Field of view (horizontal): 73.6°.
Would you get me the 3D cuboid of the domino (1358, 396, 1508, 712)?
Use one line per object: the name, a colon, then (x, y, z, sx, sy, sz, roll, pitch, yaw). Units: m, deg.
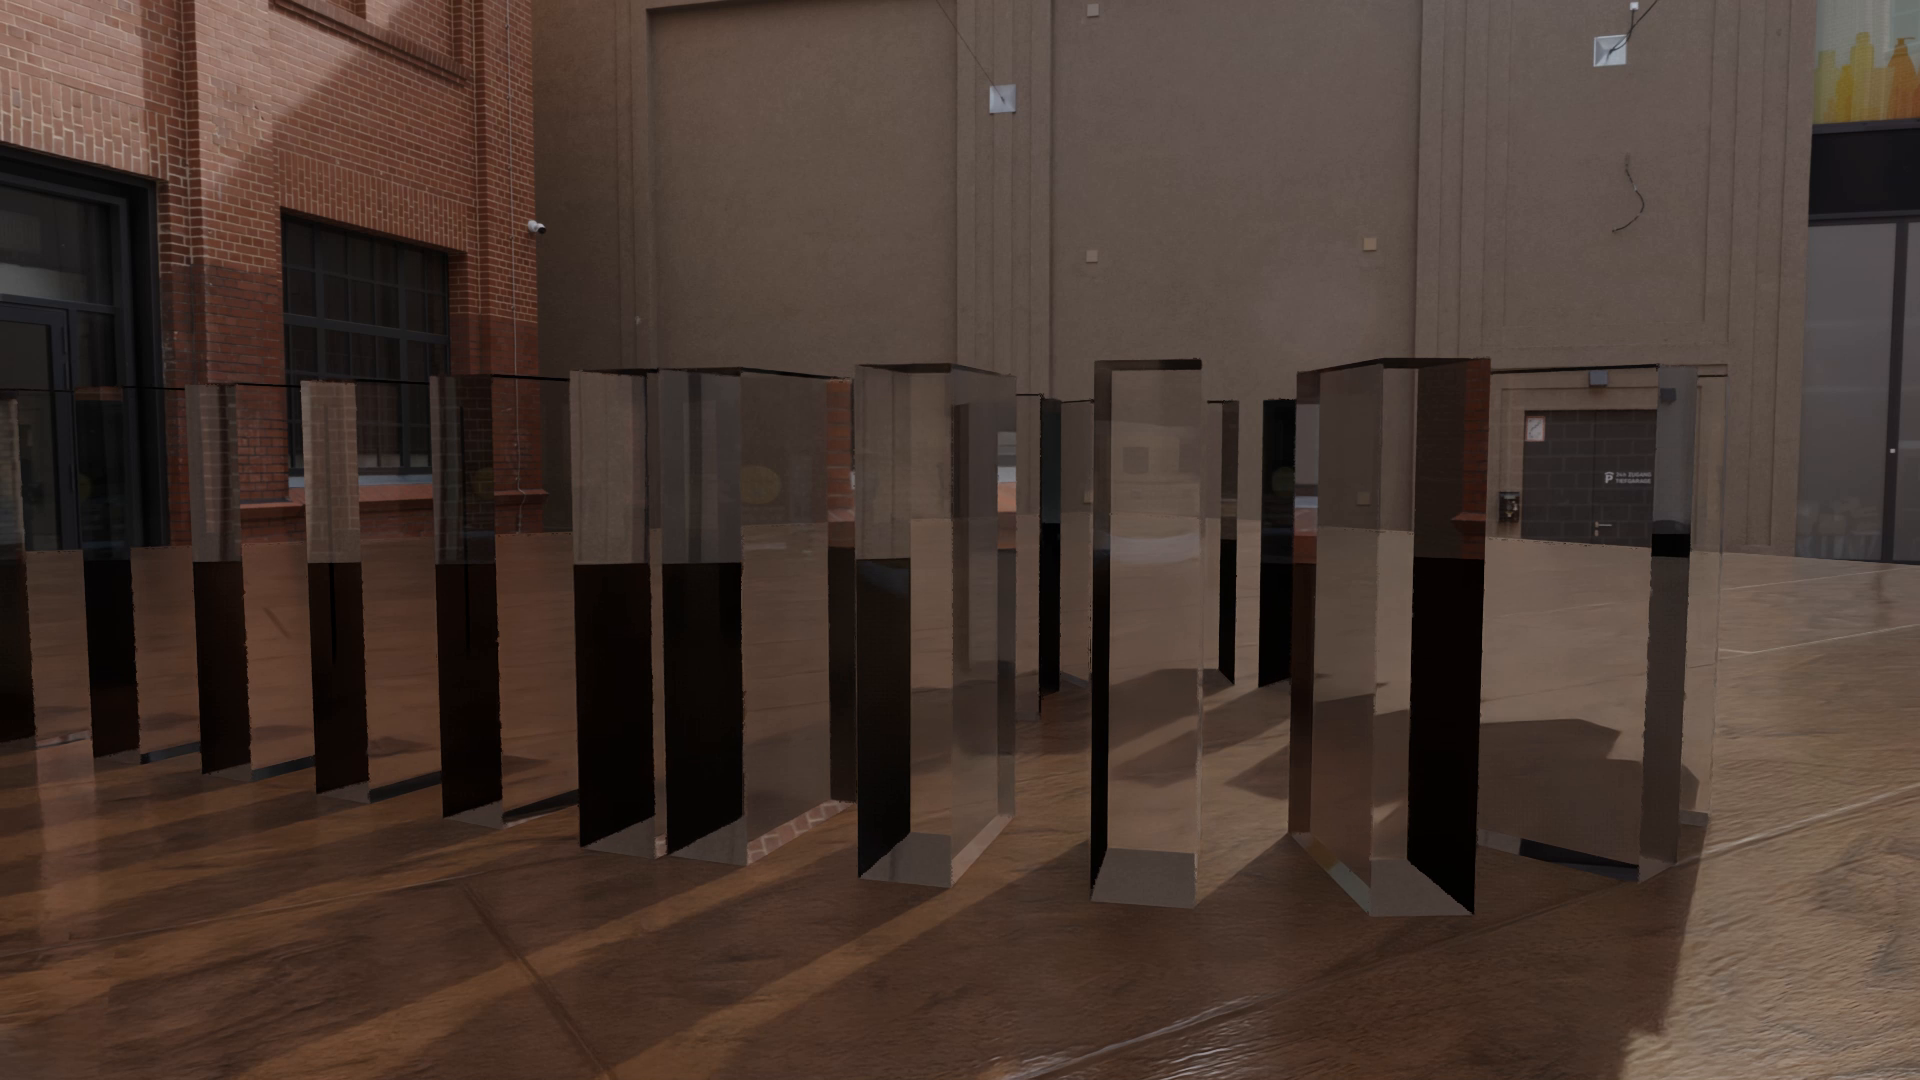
domino: (0.078, 0.002, 0.212, 0.025, 0.050, 0.009, -3, 5, -34)

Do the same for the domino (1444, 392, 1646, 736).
domino: (0.088, 0.003, 0.193, 0.025, 0.050, 0.009, -1, 4, -11)

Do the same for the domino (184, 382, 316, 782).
domino: (-0.088, 0.005, 0.173, 0.009, 0.050, 0.025, 2, 5, 25)

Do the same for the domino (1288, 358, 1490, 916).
domino: (0.041, 0.008, 0.126, 0.009, 0.050, 0.025, 0, 4, -2)

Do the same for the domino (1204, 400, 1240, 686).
domino: (0.044, 0.000, 0.237, 0.010, 0.050, 0.025, 0, 4, 2)

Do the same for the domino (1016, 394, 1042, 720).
domino: (0.000, 0.002, 0.201, 0.025, 0.050, 0.010, 0, 4, 0)

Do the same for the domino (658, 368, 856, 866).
domino: (-0.021, 0.007, 0.141, 0.009, 0.050, 0.025, 2, 5, 22)

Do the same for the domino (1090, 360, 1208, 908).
domino: (0.019, 0.008, 0.129, 0.009, 0.050, 0.025, 1, 4, 12)

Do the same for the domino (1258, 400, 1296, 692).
domino: (0.064, 0.000, 0.229, 0.009, 0.050, 0.025, 4, 6, 40)

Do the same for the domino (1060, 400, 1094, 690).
domino: (0.023, 0.000, 0.233, 0.009, 0.050, 0.025, -2, 5, -20)

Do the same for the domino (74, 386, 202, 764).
domino: (-0.108, 0.004, 0.182, 0.010, 0.050, 0.025, 2, 5, 23)

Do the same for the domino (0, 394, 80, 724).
domino: (-0.150, 0.003, 0.195, 0.009, 0.050, 0.025, 1, 4, 9)

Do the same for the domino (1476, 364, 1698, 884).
domino: (0.061, 0.007, 0.135, 0.010, 0.050, 0.025, -4, 6, -41)

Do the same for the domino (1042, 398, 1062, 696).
domino: (0.004, 0.001, 0.222, 0.025, 0.050, 0.009, 3, 5, 33)

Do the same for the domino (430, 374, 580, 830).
domino: (-0.049, 0.006, 0.153, 0.009, 0.050, 0.025, 2, 5, 28)

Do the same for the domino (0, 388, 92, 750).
domino: (-0.129, 0.003, 0.190, 0.009, 0.050, 0.025, 2, 5, 19)

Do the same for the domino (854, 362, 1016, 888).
domino: (-0.002, 0.007, 0.134, 0.009, 0.050, 0.025, 1, 4, 17)

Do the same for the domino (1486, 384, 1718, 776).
domino: (0.085, 0.005, 0.171, 0.025, 0.050, 0.010, 2, 5, 19)

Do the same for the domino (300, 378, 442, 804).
domino: (-0.068, 0.005, 0.163, 0.010, 0.050, 0.025, 2, 5, 27)

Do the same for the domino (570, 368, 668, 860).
domino: (-0.031, 0.007, 0.143, 0.010, 0.050, 0.025, 2, 5, 22)

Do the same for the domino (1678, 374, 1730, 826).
domino: (0.075, 0.006, 0.151, 0.025, 0.050, 0.010, 3, 5, 32)
